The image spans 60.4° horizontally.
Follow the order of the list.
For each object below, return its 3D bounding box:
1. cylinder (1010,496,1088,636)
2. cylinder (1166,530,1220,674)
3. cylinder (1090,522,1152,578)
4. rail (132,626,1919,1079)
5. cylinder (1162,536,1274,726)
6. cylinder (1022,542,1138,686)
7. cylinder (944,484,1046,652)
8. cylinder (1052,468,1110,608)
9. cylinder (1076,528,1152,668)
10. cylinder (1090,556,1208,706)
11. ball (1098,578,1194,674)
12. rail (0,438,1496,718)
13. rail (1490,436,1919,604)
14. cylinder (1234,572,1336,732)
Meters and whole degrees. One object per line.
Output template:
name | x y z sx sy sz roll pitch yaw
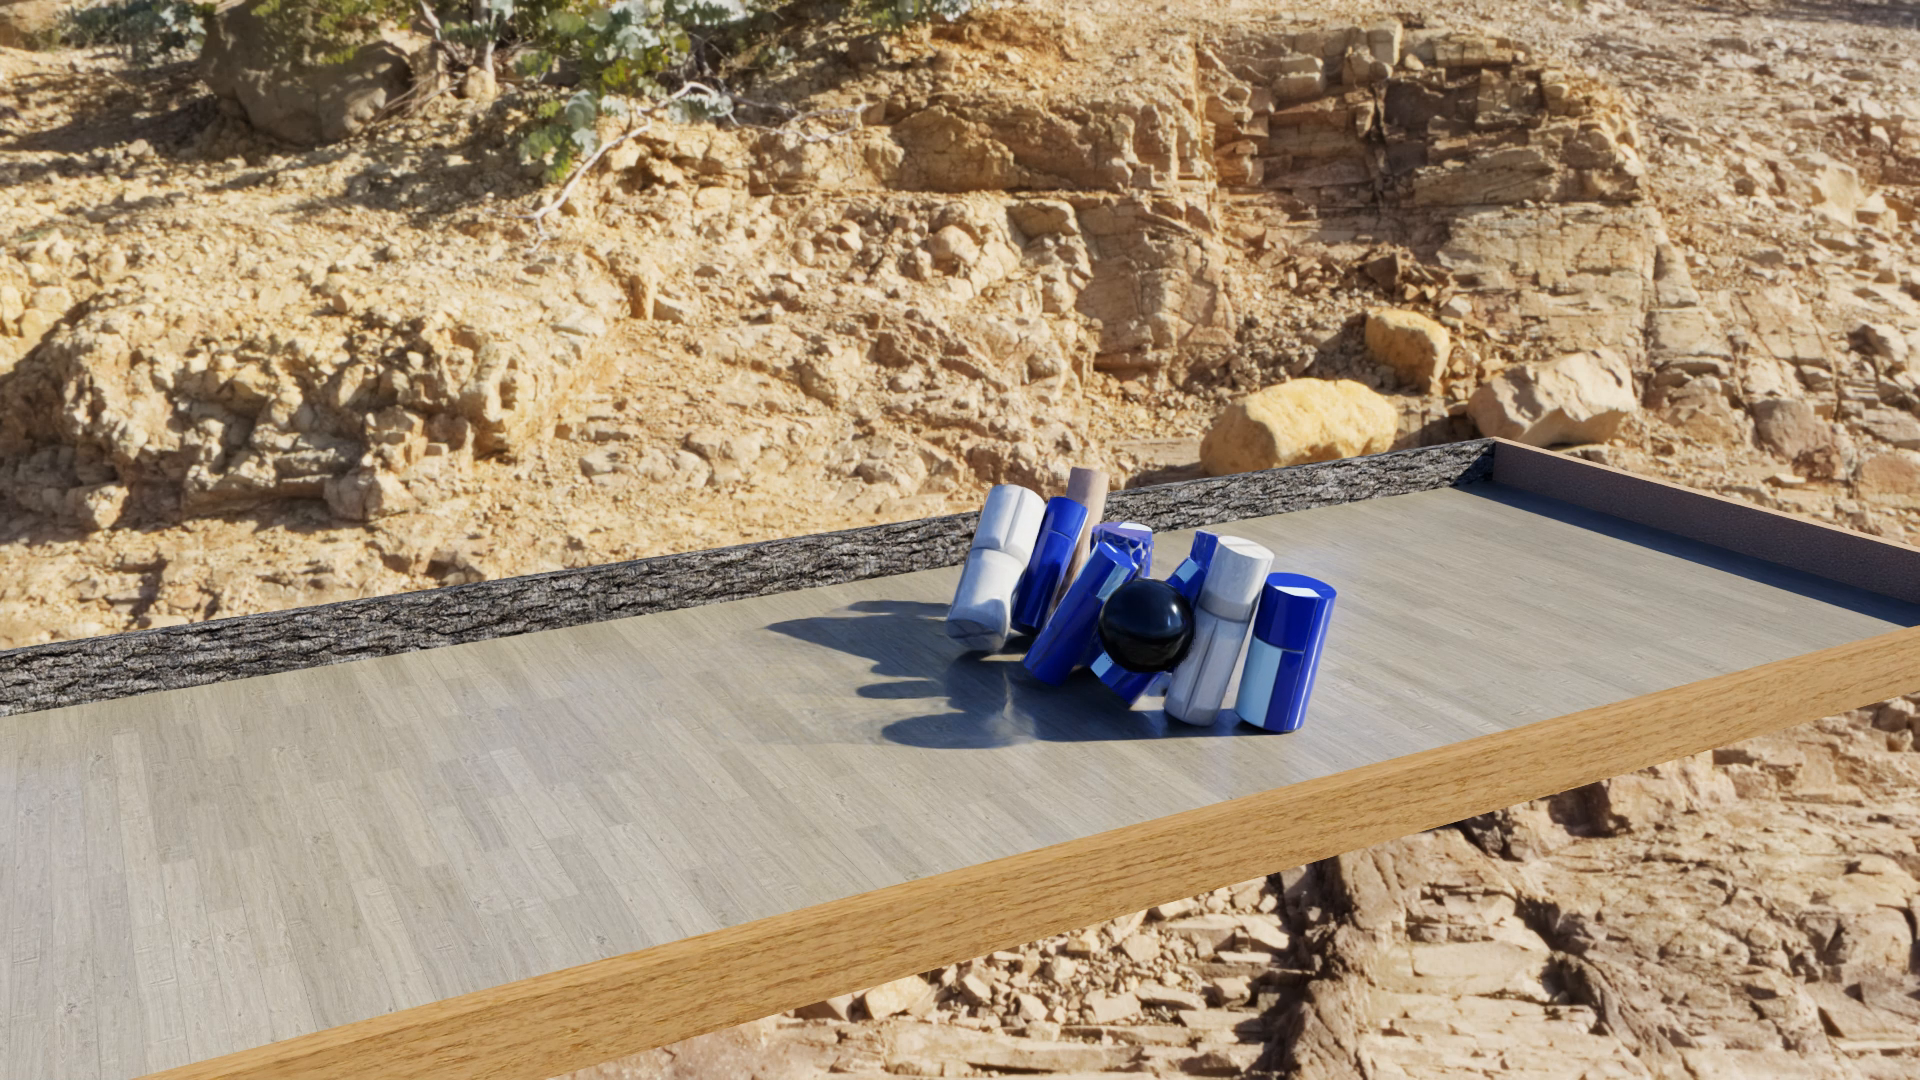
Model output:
cylinder | 0.232 0.071 4.479 0.115 0.370 0.115 21 -17 7
cylinder | 0.620 0.167 4.100 0.156 0.356 0.156 13 4 -1
cylinder | 0.425 0.125 4.375 0.160 0.313 0.160 0 16 0
rail | -2.336 1.006 1.665 12.000 0.150 0.050 -9 18 -27
cylinder | 0.598 0.213 3.837 0.132 0.428 0.132 14 18 -5
cylinder | 0.295 0.184 4.072 0.116 0.360 0.116 28 19 -11
cylinder | 0.096 0.071 4.395 0.162 0.162 0.425 6 59 21
cylinder | 0.328 0.002 4.628 0.111 0.395 0.111 12 -4 1
cylinder | 0.370 0.152 4.186 0.138 0.340 0.138 17 5 -1
cylinder | 0.483 0.219 3.971 0.145 0.354 0.145 41 7 -6
ball | 0.428 0.197 3.793 0.221 0.221 0.221 0 16 0
rail | -3.305 0.497 3.399 12.000 0.150 0.050 -9 18 -27
rail | 2.466 -0.048 5.253 0.050 0.150 2.100 -9 18 -27
cylinder | 0.756 0.260 3.841 0.166 0.332 0.166 9 18 -3
